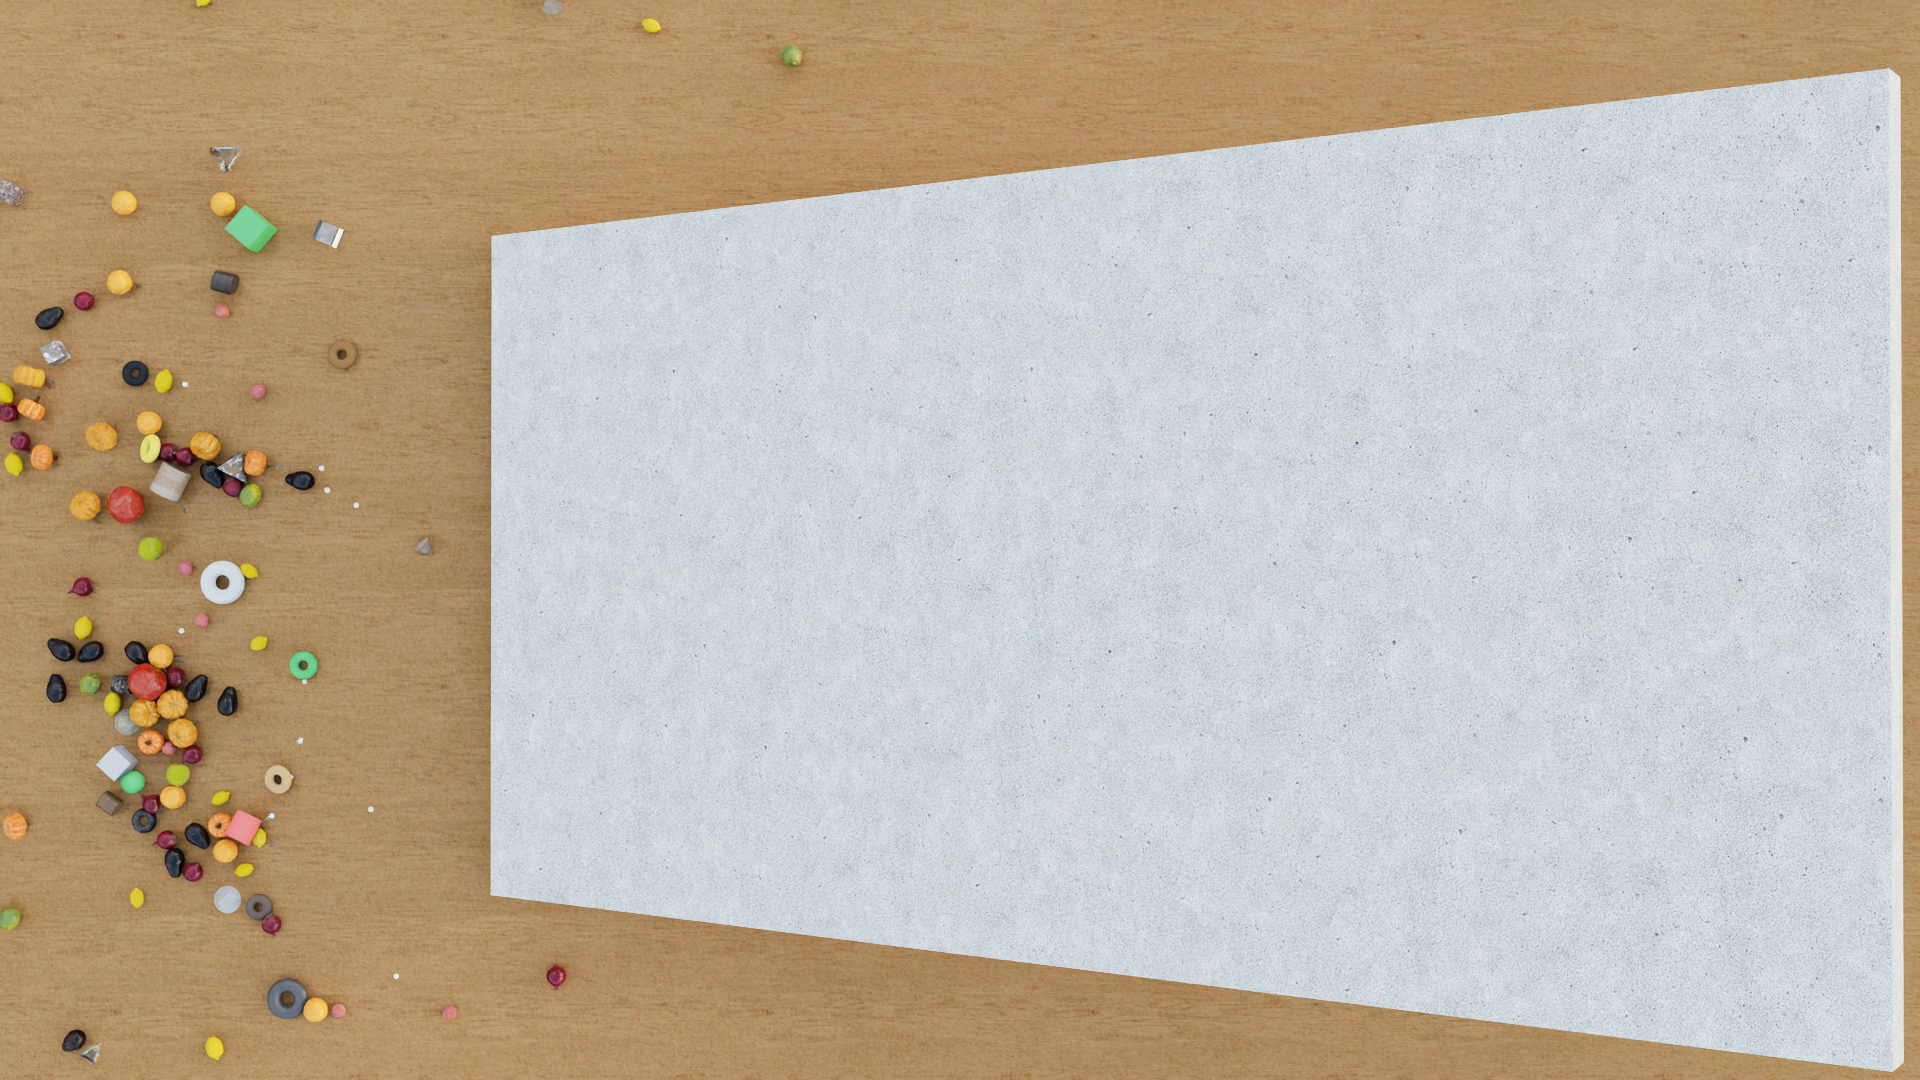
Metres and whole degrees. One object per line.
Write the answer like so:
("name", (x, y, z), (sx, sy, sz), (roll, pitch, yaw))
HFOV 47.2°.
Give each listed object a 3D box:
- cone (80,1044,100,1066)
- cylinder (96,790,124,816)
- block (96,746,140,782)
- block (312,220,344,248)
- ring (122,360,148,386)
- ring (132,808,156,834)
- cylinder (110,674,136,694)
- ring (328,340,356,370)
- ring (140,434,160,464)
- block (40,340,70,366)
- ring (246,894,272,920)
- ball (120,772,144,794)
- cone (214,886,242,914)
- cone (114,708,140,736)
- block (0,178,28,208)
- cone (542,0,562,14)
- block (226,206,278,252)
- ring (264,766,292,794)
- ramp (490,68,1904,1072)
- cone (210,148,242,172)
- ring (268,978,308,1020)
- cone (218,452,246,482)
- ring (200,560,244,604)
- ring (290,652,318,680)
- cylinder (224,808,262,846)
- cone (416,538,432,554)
("cone", (-2.652, 1.568, 6.732), (0.057, 0.057, 0.057), (33, 63, 0))
("cylinder", (-2.599, 0.806, 6.723), (0.057, 0.057, 0.057), (35, 90, 0))
("block", (-2.571, 0.681, 6.715), (0.074, 0.074, 0.074), (43, 90, 0))
("block", (-1.936, -0.937, 6.735), (0.061, 0.061, 0.061), (22, 90, 0))
("ring", (-2.531, -0.511, 6.748), (0.080, 0.027, 0.080), (0, 88, 1))
("ring", (-2.501, 0.861, 6.738), (0.077, 0.026, 0.077), (0, 89, 1))
("cylinder", (-2.560, 0.441, 6.727), (0.055, 0.055, 0.055), (6, 90, 0))
("ring", (-1.895, -0.568, 6.747), (0.089, 0.030, 0.089), (0, 90, 1))
("ring", (-2.476, -0.279, 6.726), (0.091, 0.030, 0.091), (-12, 73, 41))
("block", (-2.770, -0.572, 6.735), (0.054, 0.054, 0.054), (-29, 90, 0))
("ring", (-2.147, 1.125, 6.735), (0.081, 0.027, 0.081), (0, 89, -1))
("ball", (-2.528, 0.741, 6.717), (0.070, 0.070, 0.070), (0, 90, 0))
("cone", (-2.248, 1.103, 6.707), (0.084, 0.084, 0.084), (0, 90, 0))
("cone", (-2.556, 0.558, 6.712), (0.082, 0.082, 0.082), (0, 90, 0))
("block", (-2.908, -1.064, 6.737), (0.058, 0.058, 0.058), (33, 90, 0))
("cone", (-1.261, -1.661, 6.756), (0.065, 0.065, 0.065), (-25, 63, 0))
("block", (-2.165, -0.950, 6.718), (0.094, 0.094, 0.094), (40, 90, 0))
("ring", (-2.087, 0.733, 6.731), (0.089, 0.030, 0.089), (2, 97, 13))
("ramp", (0.245, 0.068, 5.570), (4.000, 0.100, 2.000), (0, 89, 35))
("cone", (-2.238, -1.185, 6.748), (0.086, 0.086, 0.086), (-37, 90, -27))
("ring", (-2.057, 1.403, 6.726), (0.126, 0.042, 0.126), (0, 90, -1))
("cone", (-2.208, -0.209, 6.727), (0.091, 0.091, 0.091), (-33, 105, 0))
("ring", (-2.258, 0.130, 6.735), (0.134, 0.045, 0.134), (0, 91, 0))
("ring", (-2.012, 0.384, 6.740), (0.087, 0.029, 0.087), (0, 91, 0))
("cylinder", (-2.184, 0.876, 6.700), (0.082, 0.082, 0.082), (35, 63, 0))
("cone", (-1.633, 0.030, 6.746), (0.051, 0.051, 0.051), (-44, 116, 0))
